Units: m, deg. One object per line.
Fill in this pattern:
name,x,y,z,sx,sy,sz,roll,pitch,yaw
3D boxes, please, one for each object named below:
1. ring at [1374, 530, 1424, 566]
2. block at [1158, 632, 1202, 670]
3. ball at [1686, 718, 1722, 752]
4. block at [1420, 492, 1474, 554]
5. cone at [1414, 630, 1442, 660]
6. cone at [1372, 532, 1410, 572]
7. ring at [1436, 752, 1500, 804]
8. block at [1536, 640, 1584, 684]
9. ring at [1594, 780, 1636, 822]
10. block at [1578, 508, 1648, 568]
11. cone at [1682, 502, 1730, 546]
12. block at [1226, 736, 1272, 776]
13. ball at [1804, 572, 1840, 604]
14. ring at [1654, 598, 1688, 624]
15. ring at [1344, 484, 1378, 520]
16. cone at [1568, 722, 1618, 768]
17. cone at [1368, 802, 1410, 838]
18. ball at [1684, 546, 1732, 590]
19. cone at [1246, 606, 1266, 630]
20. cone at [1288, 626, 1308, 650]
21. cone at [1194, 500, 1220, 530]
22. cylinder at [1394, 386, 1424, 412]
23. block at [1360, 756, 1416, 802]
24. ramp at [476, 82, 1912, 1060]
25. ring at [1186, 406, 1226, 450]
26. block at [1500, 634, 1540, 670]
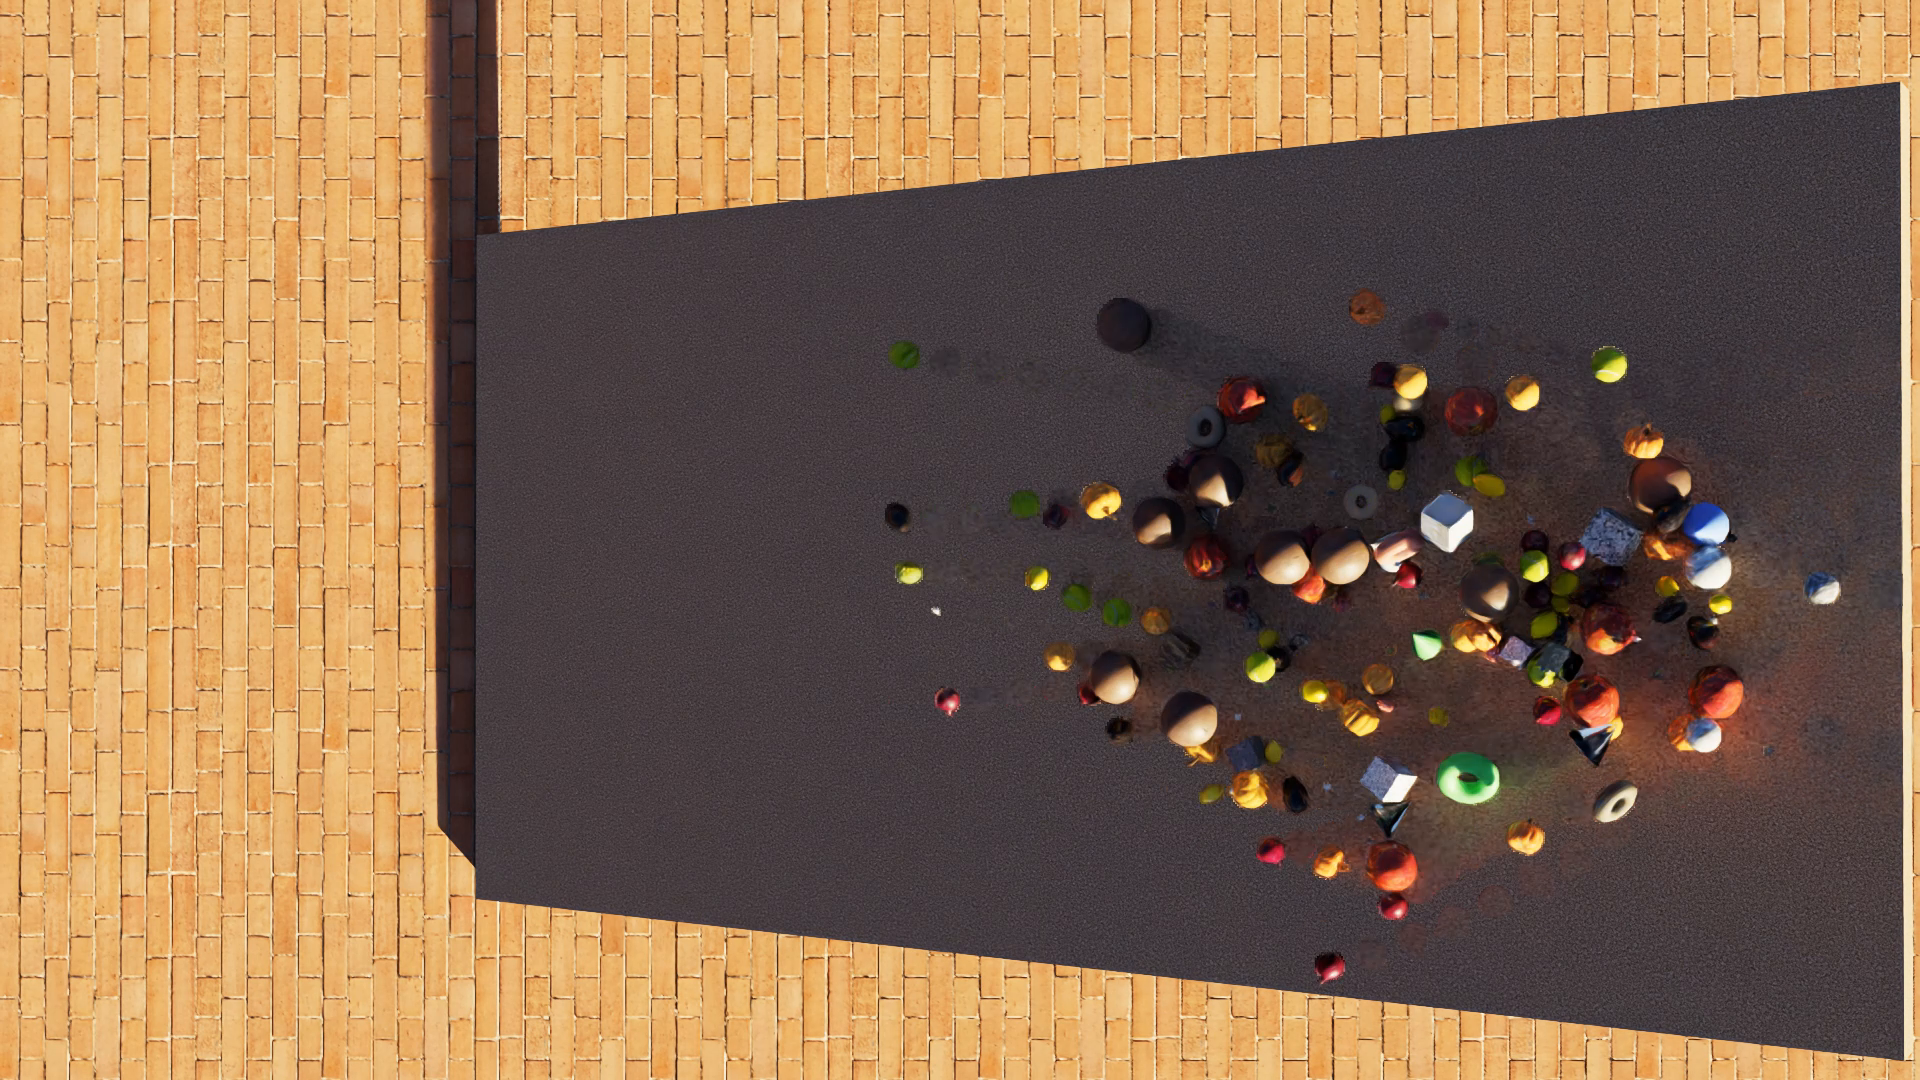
ring,0.979,0.017,4.903,0.118,0.118,0.039,-13,60,0
block,0.533,0.268,5.329,0.062,0.062,0.062,38,109,27
ball,1.557,0.408,4.604,0.072,0.072,0.072,0,89,0
block,1.064,-0.039,4.805,0.080,0.080,0.080,-37,51,-22
cone,1.044,0.226,4.990,0.070,0.070,0.070,-20,57,33
cone,0.967,0.018,5.023,0.097,0.097,0.097,16,89,-43
ring,1.137,0.533,4.921,0.140,0.047,0.140,9,129,11
block,1.301,0.266,4.770,0.061,0.061,0.061,32,85,-41
ring,1.385,0.552,4.648,0.106,0.106,0.035,-40,50,0
block,1.412,-0.006,4.759,0.093,0.093,0.093,37,109,27
cone,1.561,-0.023,4.632,0.096,0.096,0.096,6,103,29
block,0.685,0.513,5.229,0.066,0.066,0.066,-34,72,27
ball,1.780,0.099,4.541,0.068,0.068,0.068,0,89,0
ring,1.519,0.152,4.703,0.076,0.076,0.025,-33,100,0
ring,0.931,-0.089,5.102,0.084,0.028,0.084,-1,88,32
cone,1.376,0.421,4.721,0.096,0.096,0.096,-40,90,13
cone,0.998,0.623,5.046,0.090,0.090,0.090,-33,90,0
ball,1.581,0.060,4.650,0.095,0.095,0.095,0,89,0
cone,0.697,0.182,5.225,0.050,0.050,0.050,-15,107,0
cone,0.786,0.221,5.173,0.052,0.052,0.052,-11,134,-12
cone,0.605,-0.053,5.302,0.067,0.067,0.067,-17,106,0
cylinder,1.023,-0.322,5.011,0.060,0.060,0.060,2,89,13
block,0.980,0.547,5.028,0.074,0.074,0.074,45,113,40
ramp,0.260,0.071,5.600,4.000,0.100,2.000,0,89,32
ring,0.595,-0.271,5.309,0.107,0.036,0.107,-4,83,36
block,1.245,0.248,4.885,0.055,0.055,0.055,38,109,27
